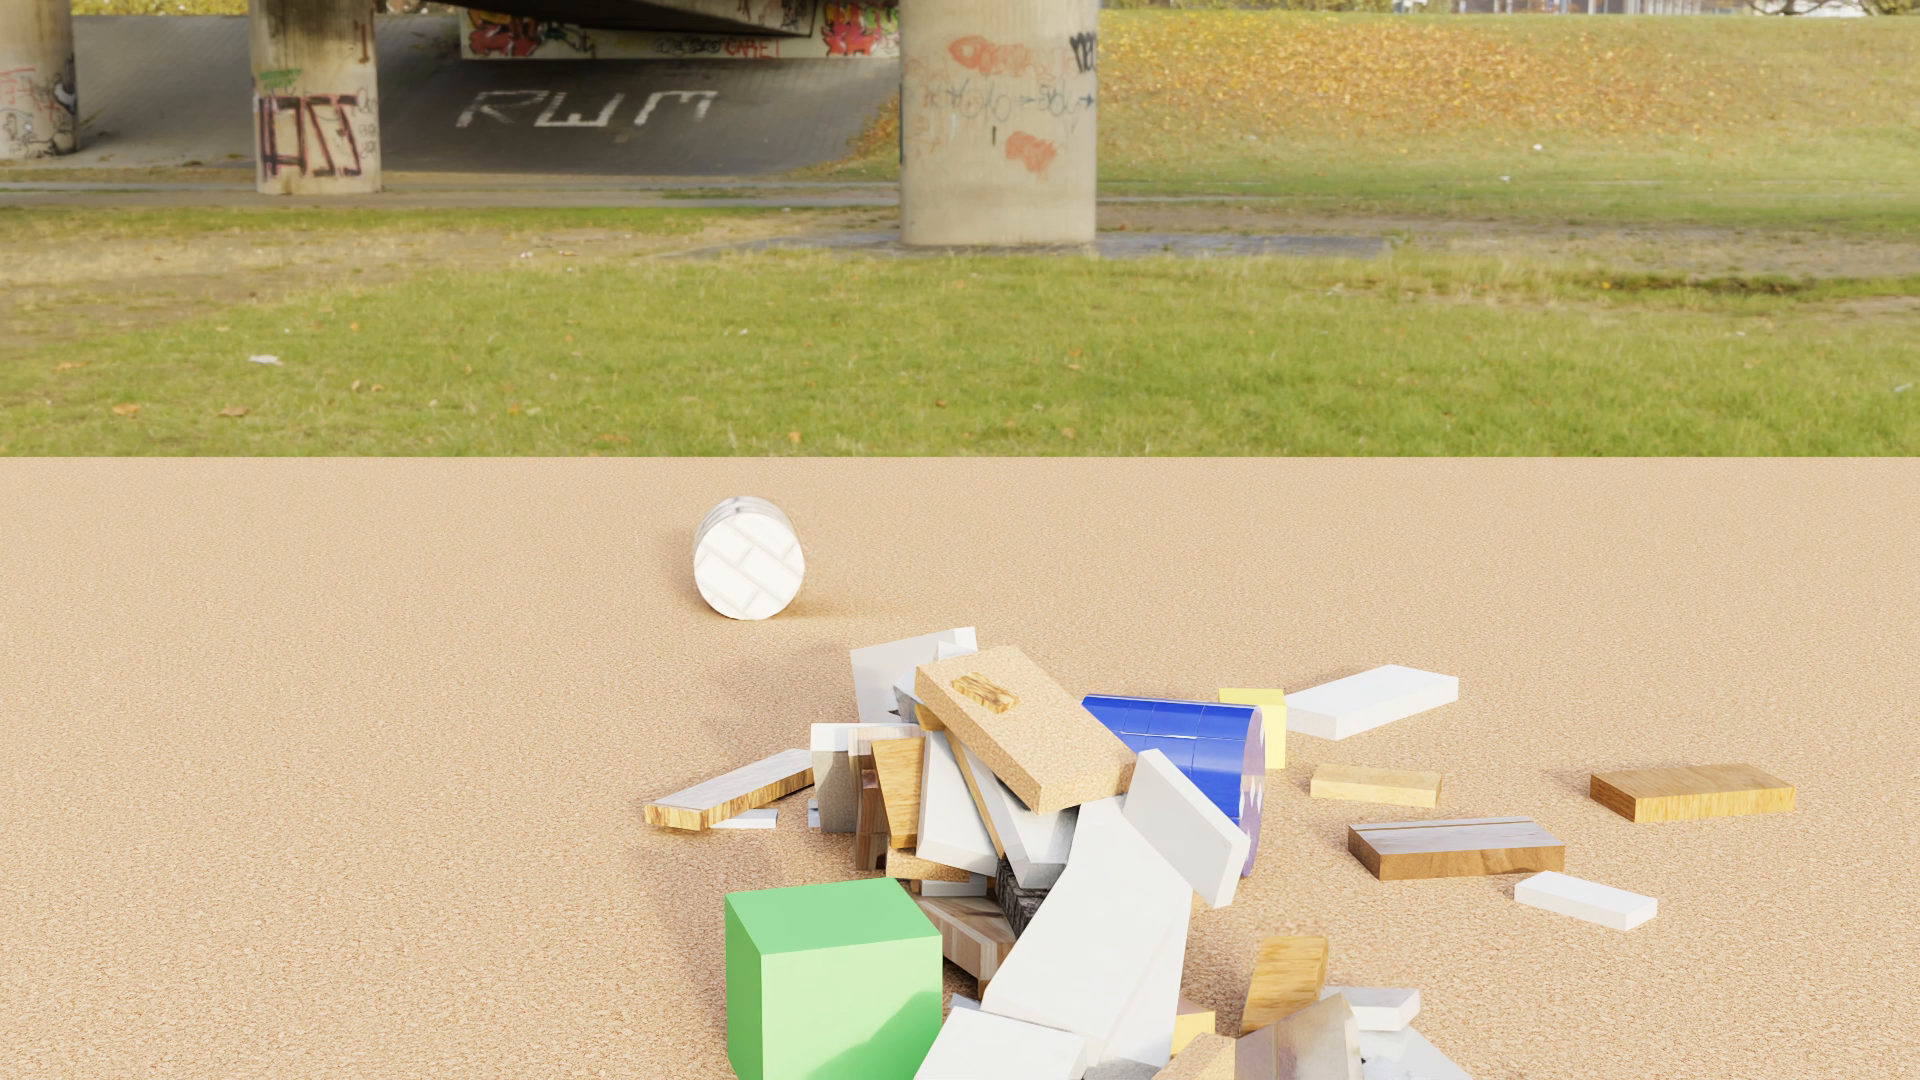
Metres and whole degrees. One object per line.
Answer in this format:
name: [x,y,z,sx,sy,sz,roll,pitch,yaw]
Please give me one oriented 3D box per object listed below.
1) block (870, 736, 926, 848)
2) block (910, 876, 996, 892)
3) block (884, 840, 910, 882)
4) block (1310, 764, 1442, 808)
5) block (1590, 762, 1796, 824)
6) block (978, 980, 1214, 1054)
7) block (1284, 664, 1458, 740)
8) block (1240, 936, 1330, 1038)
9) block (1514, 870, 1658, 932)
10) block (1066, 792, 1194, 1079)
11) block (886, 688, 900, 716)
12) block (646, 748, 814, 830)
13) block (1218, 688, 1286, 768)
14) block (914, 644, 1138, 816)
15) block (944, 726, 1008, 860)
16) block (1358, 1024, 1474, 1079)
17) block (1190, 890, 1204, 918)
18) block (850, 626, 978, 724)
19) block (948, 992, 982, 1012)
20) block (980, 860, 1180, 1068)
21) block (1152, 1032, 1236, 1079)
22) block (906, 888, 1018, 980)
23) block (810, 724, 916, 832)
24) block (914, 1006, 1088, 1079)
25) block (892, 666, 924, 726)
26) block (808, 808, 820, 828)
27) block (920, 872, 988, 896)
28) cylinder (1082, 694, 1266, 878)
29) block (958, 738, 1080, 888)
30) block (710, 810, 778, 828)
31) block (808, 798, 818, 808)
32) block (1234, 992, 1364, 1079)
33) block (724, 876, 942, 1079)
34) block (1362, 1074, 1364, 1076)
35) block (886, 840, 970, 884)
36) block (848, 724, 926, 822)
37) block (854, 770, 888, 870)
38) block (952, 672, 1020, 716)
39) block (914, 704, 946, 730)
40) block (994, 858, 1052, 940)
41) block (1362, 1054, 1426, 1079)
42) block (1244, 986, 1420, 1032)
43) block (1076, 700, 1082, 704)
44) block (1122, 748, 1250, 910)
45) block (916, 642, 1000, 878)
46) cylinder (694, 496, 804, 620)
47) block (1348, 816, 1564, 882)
block: [-0.073,0.391,3.423,0.102,0.029,0.204,-4,40,-11]
block: [-0.006,0.514,3.561,0.139,0.139,0.139,-2,40,-8]
block: [-0.052,0.476,3.654,0.128,0.256,0.036,-2,47,-8]
block: [0.800,0.471,4.222,0.234,0.033,0.117,3,11,18]
block: [1.382,0.476,4.153,0.330,0.047,0.165,-2,11,-13]
block: [0.184,0.648,3.069,0.180,0.051,0.359,0,3,-25]
block: [0.885,0.352,4.813,0.180,0.051,0.470,10,15,44]
block: [0.456,0.629,3.080,0.093,0.026,0.186,-6,31,23]
block: [1.022,0.589,3.597,0.201,0.028,0.100,10,15,44]
block: [0.217,0.520,2.974,0.176,0.050,0.587,14,28,4]
block: [0.017,0.307,3.924,0.144,0.041,0.288,-15,-26,36]
block: [-0.401,0.468,4.168,0.117,0.033,0.503,4,9,27]
block: [0.589,0.380,4.446,0.129,0.129,0.129,1,11,5]
block: [0.097,0.277,3.286,0.176,0.050,0.352,-11,32,-30]
block: [0.089,0.373,3.363,0.144,0.041,0.288,3,35,-24]
block: [0.596,0.708,2.945,0.111,0.031,0.221,-3,11,-15]
block: [0.298,0.582,3.635,0.201,0.028,0.100,4,11,20]
block: [-0.089,0.292,4.505,0.051,0.180,0.360,-4,-6,-39]
block: [0.061,0.674,3.067,0.076,0.022,0.153,28,-9,-38]
block: [0.158,0.537,2.818,0.158,0.045,0.316,20,29,15]
block: [0.244,0.712,2.581,0.045,0.158,0.316,6,12,27]
block: [0.052,0.584,3.289,0.180,0.051,0.359,0,3,-20]
block: [-0.162,0.420,3.848,0.177,0.050,0.355,0,-30,0]
block: [0.012,0.681,2.525,0.169,0.048,0.338,9,32,19]
block: [-0.009,0.382,3.799,0.177,0.355,0.050,32,61,31]
block: [-0.220,0.510,4.052,0.119,0.017,0.059,-1,11,-4]
block: [-0.016,0.477,3.473,0.100,0.028,0.201,0,39,-6]
cylinder: [0.358,0.420,3.788,0.292,0.292,0.292,3,11,16]
block: [0.126,0.378,3.289,0.176,0.050,0.352,4,35,-23]
block: [-0.396,0.512,4.042,0.119,0.017,0.059,0,11,0]
block: [-0.215,0.488,4.082,0.119,0.017,0.059,3,-9,-29]
block: [0.432,0.685,2.813,0.158,0.045,0.316,-28,4,11]
block: [-0.171,0.609,2.920,0.236,0.236,0.236,-3,11,-17]
block: [0.475,0.699,2.860,0.093,0.026,0.186,-28,4,6]
block: [-0.044,0.429,3.477,0.128,0.036,0.256,5,39,-1]
block: [-0.092,0.426,3.744,0.177,0.355,0.050,-3,56,-1]
block: [-0.107,0.471,3.706,0.128,0.257,0.036,-2,51,-8]
block: [0.039,0.229,3.296,0.093,0.013,0.046,29,35,36]
block: [-0.022,0.280,3.469,0.093,0.013,0.046,3,39,-24]
block: [0.173,0.549,3.107,0.180,0.051,0.359,5,15,-12]
block: [0.565,0.717,2.760,0.093,0.026,0.251,-28,15,-19]
block: [0.525,0.658,3.102,0.221,0.031,0.111,-4,2,26]
block: [0.215,0.350,4.250,0.313,0.044,0.157,9,-19,-38]
block: [0.313,0.400,3.062,0.031,0.111,0.221,-7,34,-32]
block: [0.019,0.338,3.460,0.144,0.041,0.469,15,35,-8]
cylinder: [-0.564,0.045,5.833,0.283,0.283,0.283,-1,11,-7]
block: [0.862,0.536,3.831,0.330,0.047,0.165,-2,11,-9]
